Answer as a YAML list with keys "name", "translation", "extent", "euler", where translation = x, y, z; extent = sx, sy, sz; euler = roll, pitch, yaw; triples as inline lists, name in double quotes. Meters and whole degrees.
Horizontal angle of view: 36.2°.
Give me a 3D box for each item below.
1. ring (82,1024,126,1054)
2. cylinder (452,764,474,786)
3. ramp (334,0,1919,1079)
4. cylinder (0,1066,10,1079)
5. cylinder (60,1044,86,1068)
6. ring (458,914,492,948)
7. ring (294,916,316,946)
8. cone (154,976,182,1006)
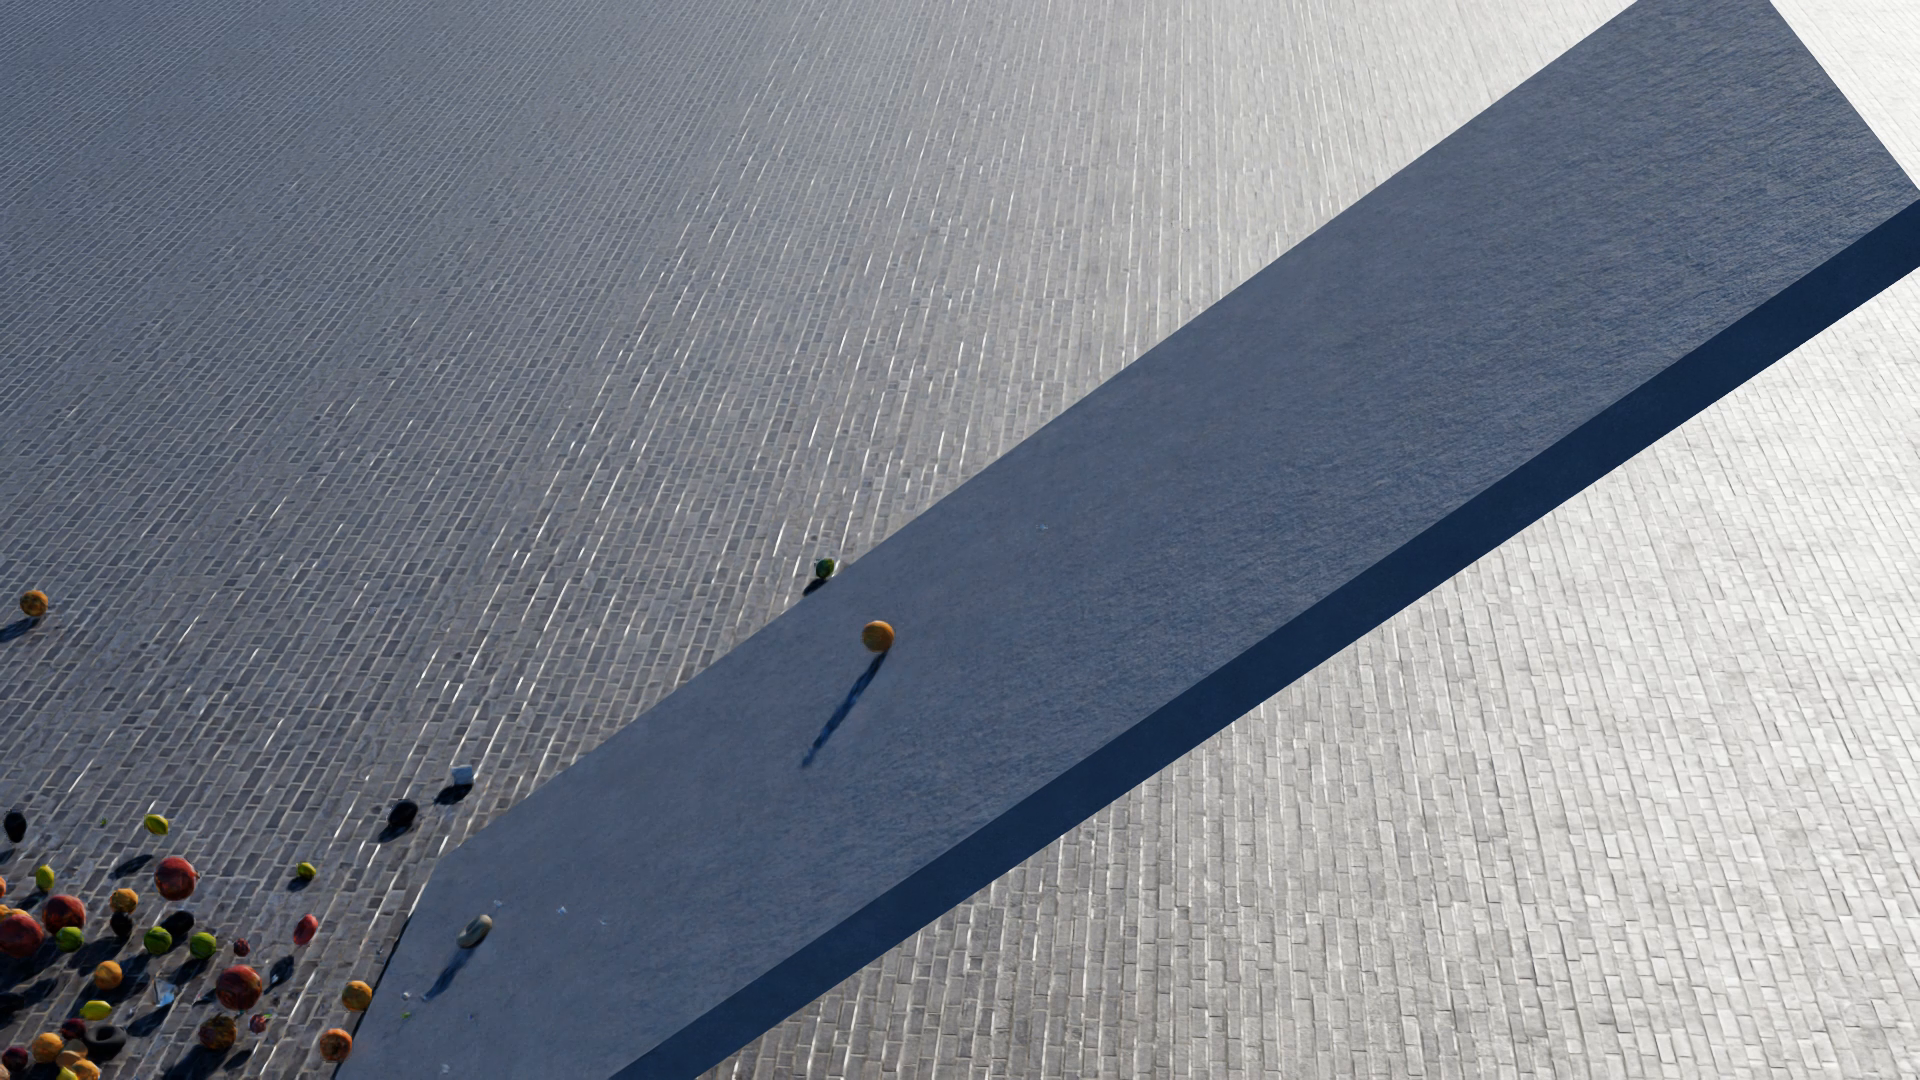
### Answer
- name: "ring"
  translation: [-2.084, 1.216, 7.158]
  extent: [0.104, 0.035, 0.104]
  euler: [1, 24, 0]
- name: "cylinder"
  translation: [-1.416, 0.670, 8.386]
  extent: [0.057, 0.057, 0.057]
  euler: [-8, 25, -11]
- name: "ramp"
  translation: [0.123, 0.183, 6.335]
  extent: [4.000, 0.100, 2.000]
  euler: [-35, 16, 17]
- name: "cylinder"
  translation: [-2.292, 1.274, 6.933]
  extent: [0.071, 0.071, 0.071]
  euler: [12, -5, 27]
- name: "cylinder"
  translation: [-2.134, 1.241, 7.071]
  extent: [0.058, 0.058, 0.058]
  euler: [-7, -5, -15]
- name: "ring"
  translation: [-1.159, 0.934, 7.022]
  extent: [0.098, 0.033, 0.098]
  euler: [-38, 14, 12]
- name: "ring"
  translation: [-1.682, 1.003, 7.555]
  extent: [0.028, 0.083, 0.083]
  euler: [32, 7, -30]
- name: "cone"
  translation: [-1.987, 1.110, 7.318]
  extent: [0.072, 0.072, 0.072]
  euler: [-24, 67, -44]
